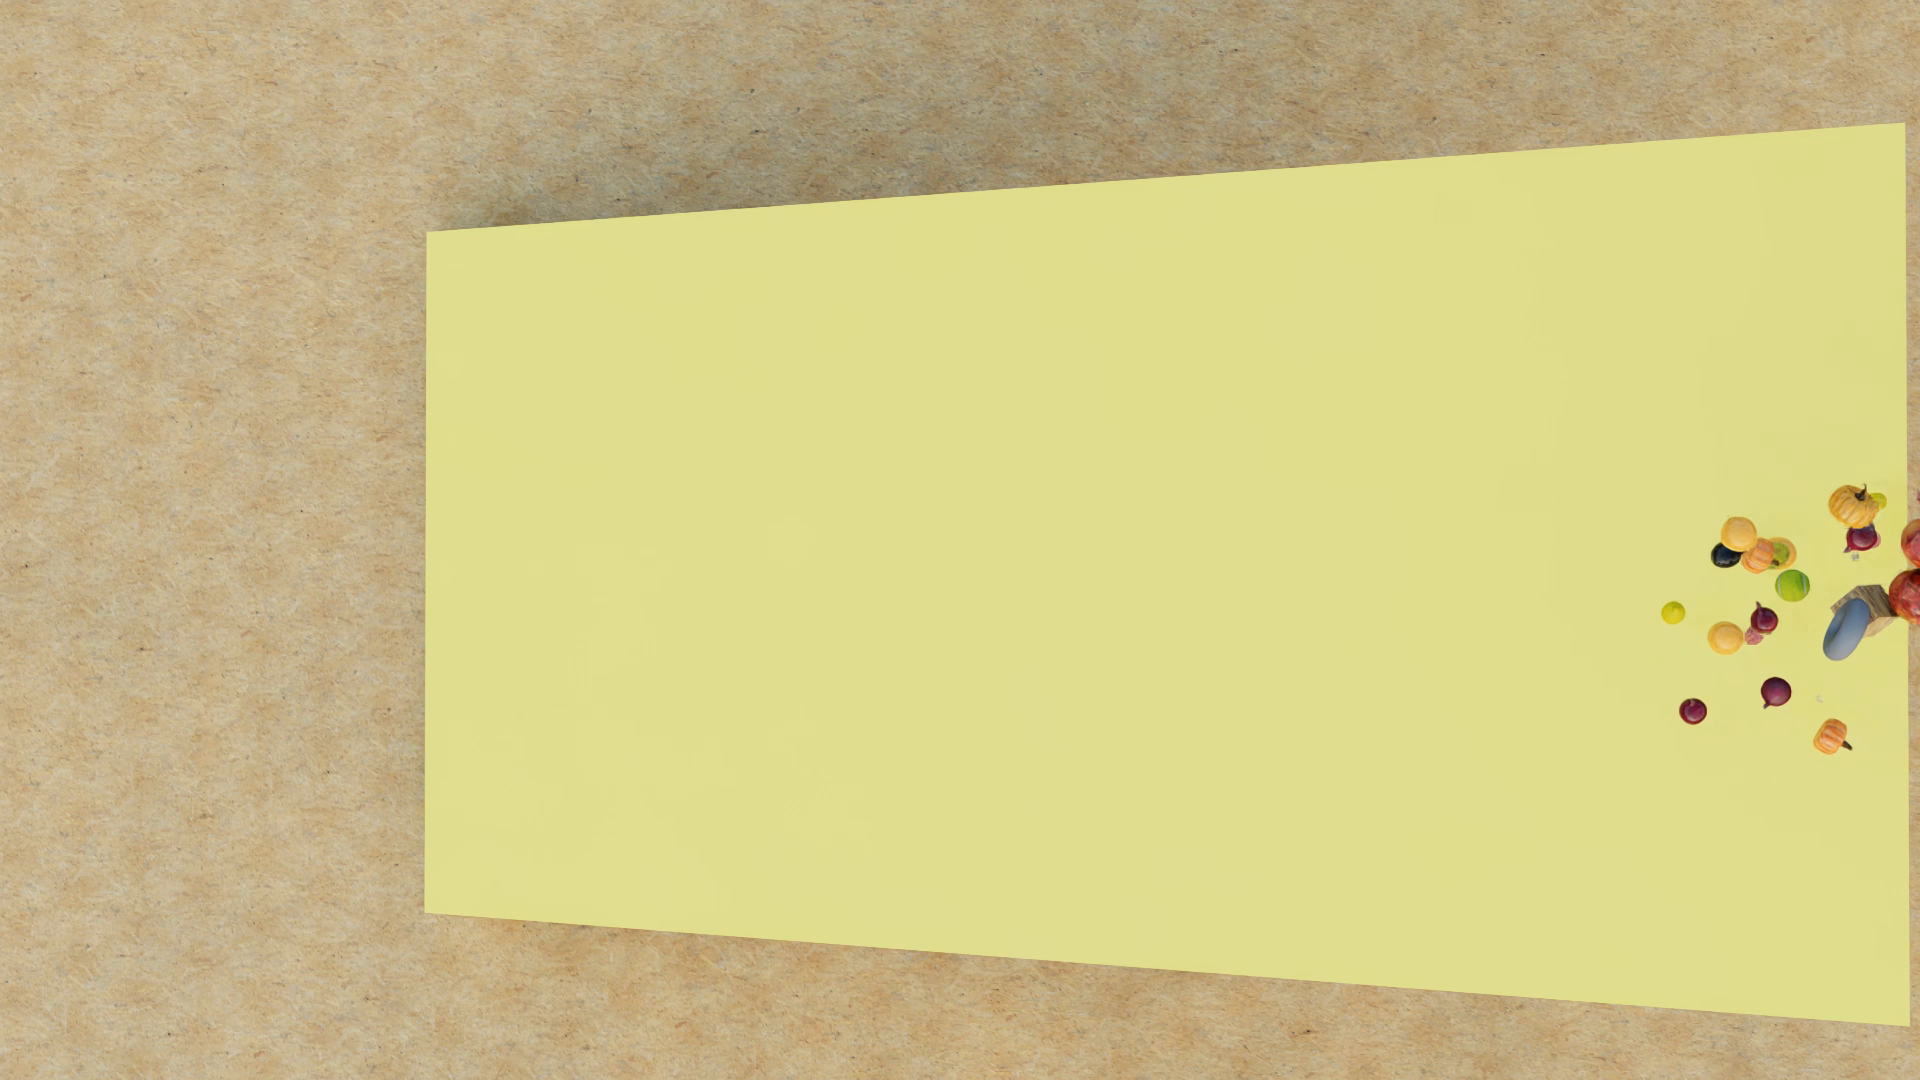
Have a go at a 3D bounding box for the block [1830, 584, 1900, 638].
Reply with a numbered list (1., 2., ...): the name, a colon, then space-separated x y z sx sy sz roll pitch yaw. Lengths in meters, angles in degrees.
1. block: 1.880 0.149 4.569 0.080 0.080 0.080 -3 56 -33

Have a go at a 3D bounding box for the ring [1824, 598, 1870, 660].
1. ring: 1.813 0.184 4.498 0.046 0.139 0.139 26 89 7

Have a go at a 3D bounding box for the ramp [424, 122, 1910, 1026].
1. ramp: 0.283 0.084 5.711 4.000 0.100 2.000 0 89 24
